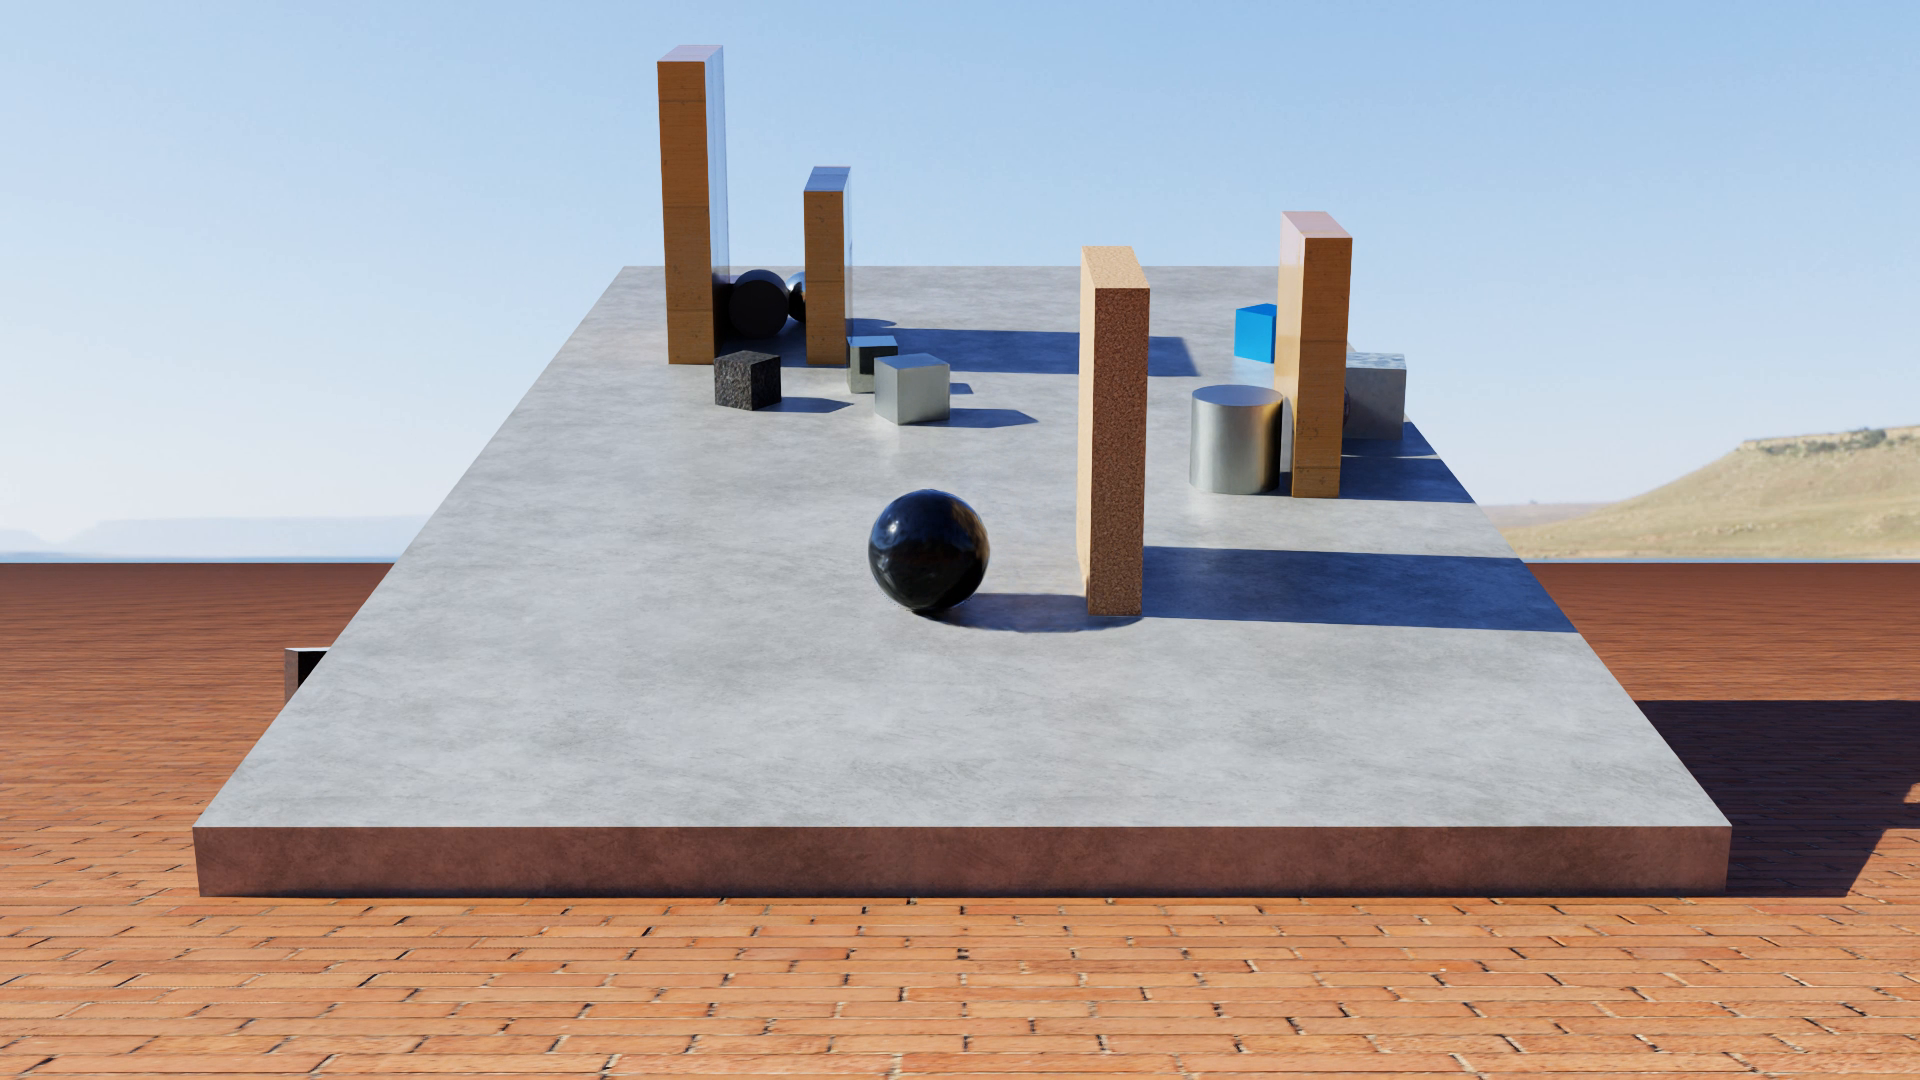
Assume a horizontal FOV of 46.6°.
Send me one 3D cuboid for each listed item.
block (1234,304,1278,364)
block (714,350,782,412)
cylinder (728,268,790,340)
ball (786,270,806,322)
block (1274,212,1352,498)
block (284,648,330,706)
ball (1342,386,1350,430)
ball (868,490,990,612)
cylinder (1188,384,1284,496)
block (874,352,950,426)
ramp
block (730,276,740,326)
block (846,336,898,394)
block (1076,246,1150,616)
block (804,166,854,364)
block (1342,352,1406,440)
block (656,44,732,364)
[{"bbox_3d":[0.764,-0.513,5.520,0.117,0.117,0.117,-15,23,-40],"label":"block"},{"bbox_3d":[-0.481,-0.362,5.052,0.107,0.107,0.107,12,21,32],"label":"block"},{"bbox_3d":[-0.520,-0.612,5.770,0.154,0.154,0.154,0,17,-4],"label":"cylinder"},{"bbox_3d":[-0.406,-0.644,5.902,0.137,0.137,0.137,0,0,0],"label":"ball"},{"bbox_3d":[0.693,-0.373,4.418,0.090,0.510,0.316,0,17,0],"label":"block"},{"bbox_3d":[-1.679,0.390,5.935,0.199,0.199,0.199,0,0,-26],"label":"block"},{"bbox_3d":[0.738,-0.282,4.700,0.168,0.168,0.168,0,0,0],"label":"ball"},{"bbox_3d":[-0.051,0.018,3.683,0.203,0.203,0.203,0,0,0],"label":"ball"},{"bbox_3d":[0.547,-0.200,4.419,0.179,0.179,0.179,0,17,0],"label":"cylinder"},{"bbox_3d":[-0.107,-0.335,4.936,0.126,0.126,0.126,-8,19,-24],"label":"block"},{"bbox_3d":[-0.003,-0.179,4.816,2.000,0.100,4.000,0,17,0],"label":"ramp"},{"bbox_3d":[-0.552,-0.635,5.908,0.115,0.115,0.115,-1,17,-2],"label":"block"},{"bbox_3d":[-0.205,-0.410,5.201,0.110,0.110,0.110,-2,18,-7],"label":"block"},{"bbox_3d":[0.256,-0.194,3.785,0.087,0.547,0.386,0,17,0],"label":"block"},{"bbox_3d":[-0.327,-0.696,5.590,0.095,0.423,0.441,0,17,0],"label":"block"},{"bbox_3d":[0.881,-0.314,4.825,0.154,0.154,0.154,3,18,8],"label":"block"},{"bbox_3d":[-0.656,-0.843,5.547,0.112,0.727,0.444,0,17,0],"label":"block"}]
